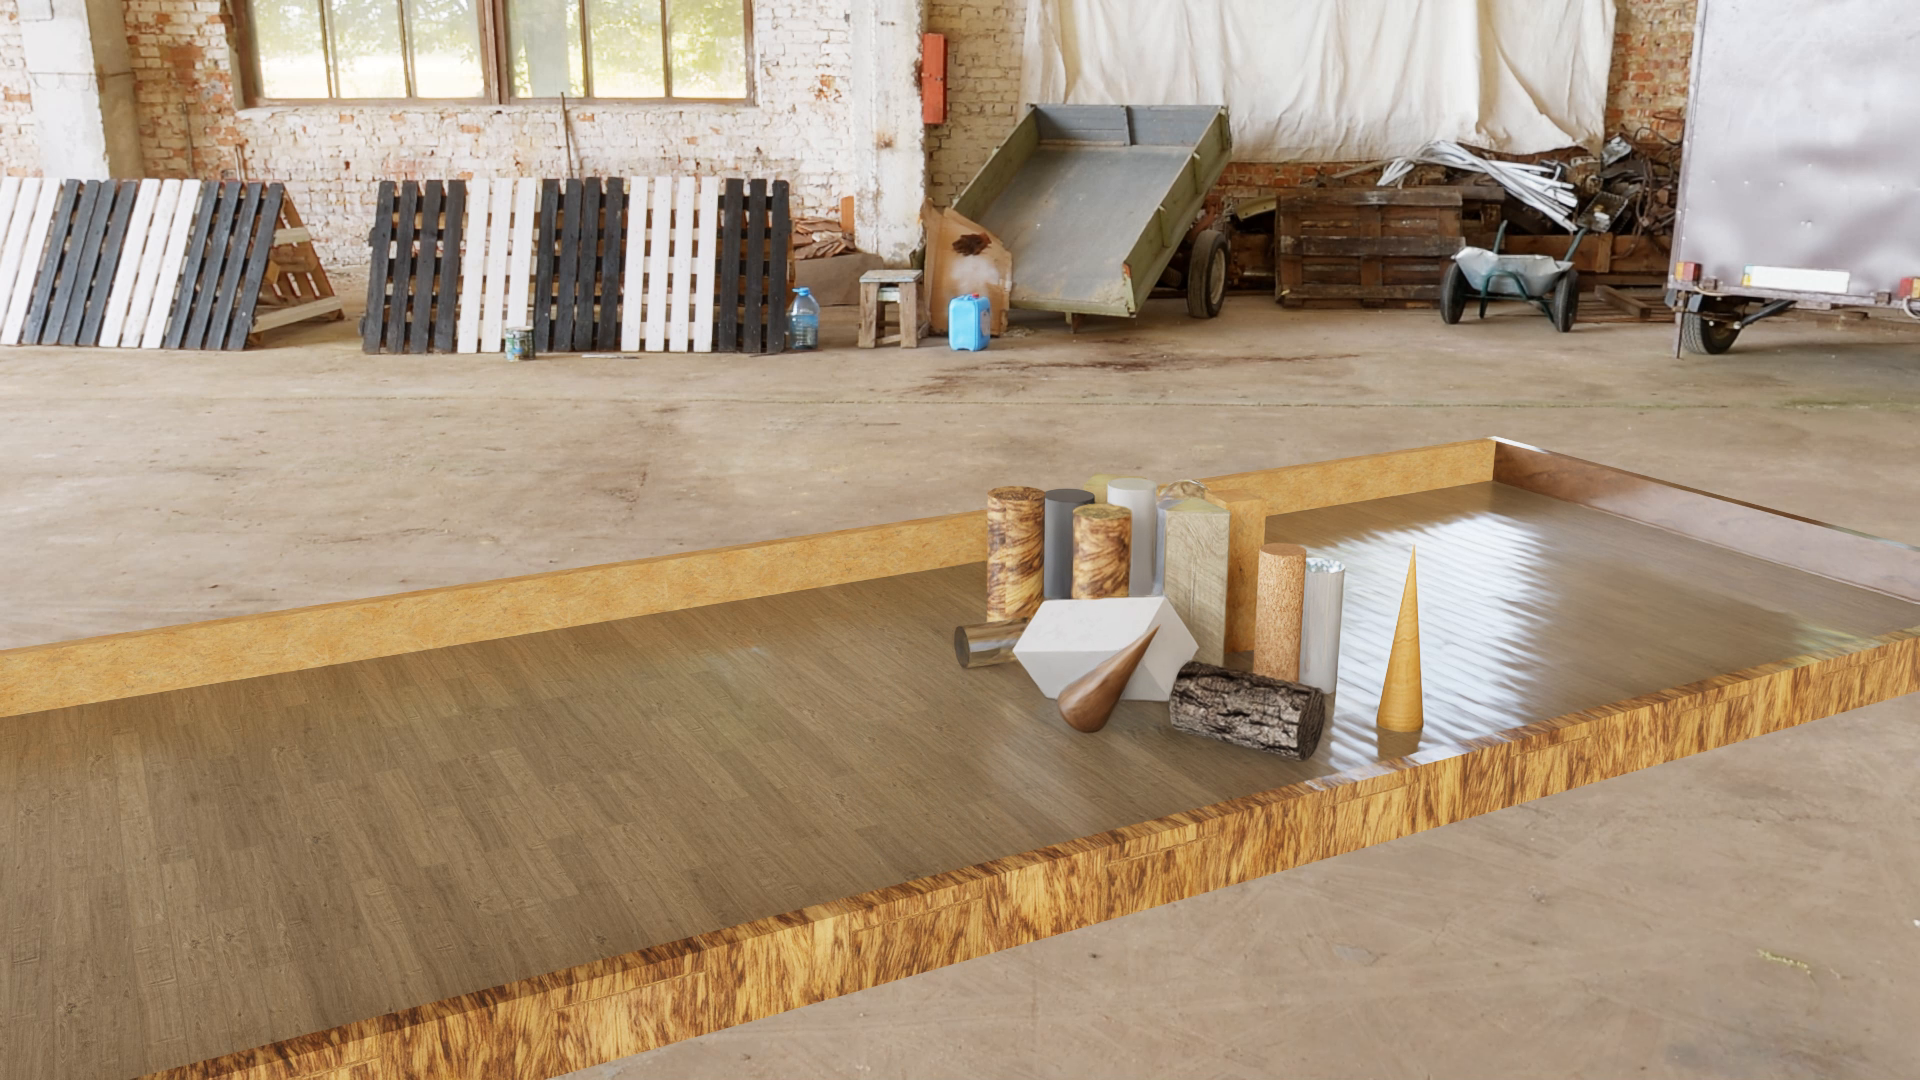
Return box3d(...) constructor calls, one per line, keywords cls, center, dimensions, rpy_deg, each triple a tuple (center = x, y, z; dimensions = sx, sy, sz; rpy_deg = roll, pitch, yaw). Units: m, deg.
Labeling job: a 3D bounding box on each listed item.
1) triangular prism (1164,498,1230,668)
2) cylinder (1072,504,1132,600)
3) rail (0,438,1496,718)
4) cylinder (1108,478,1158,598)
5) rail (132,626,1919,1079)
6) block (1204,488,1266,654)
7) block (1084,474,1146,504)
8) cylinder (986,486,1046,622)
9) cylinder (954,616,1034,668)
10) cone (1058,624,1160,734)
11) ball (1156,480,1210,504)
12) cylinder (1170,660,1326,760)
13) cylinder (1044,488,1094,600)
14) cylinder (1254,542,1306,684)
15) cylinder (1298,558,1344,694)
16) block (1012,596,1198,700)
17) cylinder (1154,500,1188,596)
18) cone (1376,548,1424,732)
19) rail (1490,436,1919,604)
box3d(cls="triangular prism", center=(0.581, 0.131, 4.104), dimensions=(0.153, 0.455, 0.133), rpy_deg=(1, 16, 5))
box3d(cls="cylinder", center=(0.351, 0.135, 4.134), dimensions=(0.144, 0.429, 0.144), rpy_deg=(0, 16, 0))
box3d(cls="rail", center=(-3.305, 0.497, 3.399), dimensions=(12.000, 0.150, 0.050), rpy_deg=(-9, 18, -27))
box3d(cls="cylinder", center=(0.448, 0.066, 4.347), dimensions=(0.129, 0.441, 0.129), rpy_deg=(0, 16, 0))
box3d(cls="rail", center=(-2.336, 1.006, 1.665), dimensions=(12.000, 0.150, 0.050), rpy_deg=(-9, 18, -27))
box3d(cls="block", center=(0.717, 0.081, 4.347), dimensions=(0.116, 0.412, 0.116), rpy_deg=(-6, 17, -18))
box3d(cls="block", center=(0.451, -0.017, 4.842), dimensions=(0.152, 0.322, 0.152), rpy_deg=(5, 17, 17))
box3d(cls="cylinder", center=(0.147, 0.075, 4.372), dimensions=(0.152, 0.410, 0.152), rpy_deg=(0, 16, 0))
box3d(cls="cylinder", center=(0.178, 0.255, 4.290), dimensions=(0.372, 0.110, 0.110), rpy_deg=(-6, 18, -21))
box3d(cls="cone", center=(0.361, 0.286, 3.711), dimensions=(0.130, 0.395, 0.130), rpy_deg=(14, 52, -18))
box3d(cls="ball", center=(0.729, -0.097, 5.334), dimensions=(0.197, 0.197, 0.197), rpy_deg=(0, 16, 0))
box3d(cls="cylinder", center=(0.653, 0.385, 3.752), dimensions=(0.309, 0.165, 0.165), rpy_deg=(11, 19, 32))
box3d(cls="cylinder", center=(0.299, 0.042, 4.598), dimensions=(0.145, 0.345, 0.145), rpy_deg=(0, 16, 0))
box3d(cls="cylinder", center=(0.742, 0.224, 3.846), dimensions=(0.106, 0.422, 0.106), rpy_deg=(0, 16, 0))
box3d(cls="cylinder", center=(0.876, 0.213, 4.073), dimensions=(0.126, 0.315, 0.126), rpy_deg=(0, 16, 0))
box3d(cls="block", center=(0.342, 0.258, 3.909), dimensions=(0.376, 0.169, 0.169), rpy_deg=(-4, 41, 45))
box3d(cls="cylinder", center=(0.608, 0.058, 4.594), dimensions=(0.130, 0.318, 0.130), rpy_deg=(0, 16, 0))
box3d(cls="cone", center=(1.037, 0.216, 3.825), dimensions=(0.109, 0.448, 0.109), rpy_deg=(0, 16, 0))
box3d(cls="rail", center=(2.466, -0.048, 5.253), dimensions=(0.050, 0.150, 2.100), rpy_deg=(-9, 18, -27))
